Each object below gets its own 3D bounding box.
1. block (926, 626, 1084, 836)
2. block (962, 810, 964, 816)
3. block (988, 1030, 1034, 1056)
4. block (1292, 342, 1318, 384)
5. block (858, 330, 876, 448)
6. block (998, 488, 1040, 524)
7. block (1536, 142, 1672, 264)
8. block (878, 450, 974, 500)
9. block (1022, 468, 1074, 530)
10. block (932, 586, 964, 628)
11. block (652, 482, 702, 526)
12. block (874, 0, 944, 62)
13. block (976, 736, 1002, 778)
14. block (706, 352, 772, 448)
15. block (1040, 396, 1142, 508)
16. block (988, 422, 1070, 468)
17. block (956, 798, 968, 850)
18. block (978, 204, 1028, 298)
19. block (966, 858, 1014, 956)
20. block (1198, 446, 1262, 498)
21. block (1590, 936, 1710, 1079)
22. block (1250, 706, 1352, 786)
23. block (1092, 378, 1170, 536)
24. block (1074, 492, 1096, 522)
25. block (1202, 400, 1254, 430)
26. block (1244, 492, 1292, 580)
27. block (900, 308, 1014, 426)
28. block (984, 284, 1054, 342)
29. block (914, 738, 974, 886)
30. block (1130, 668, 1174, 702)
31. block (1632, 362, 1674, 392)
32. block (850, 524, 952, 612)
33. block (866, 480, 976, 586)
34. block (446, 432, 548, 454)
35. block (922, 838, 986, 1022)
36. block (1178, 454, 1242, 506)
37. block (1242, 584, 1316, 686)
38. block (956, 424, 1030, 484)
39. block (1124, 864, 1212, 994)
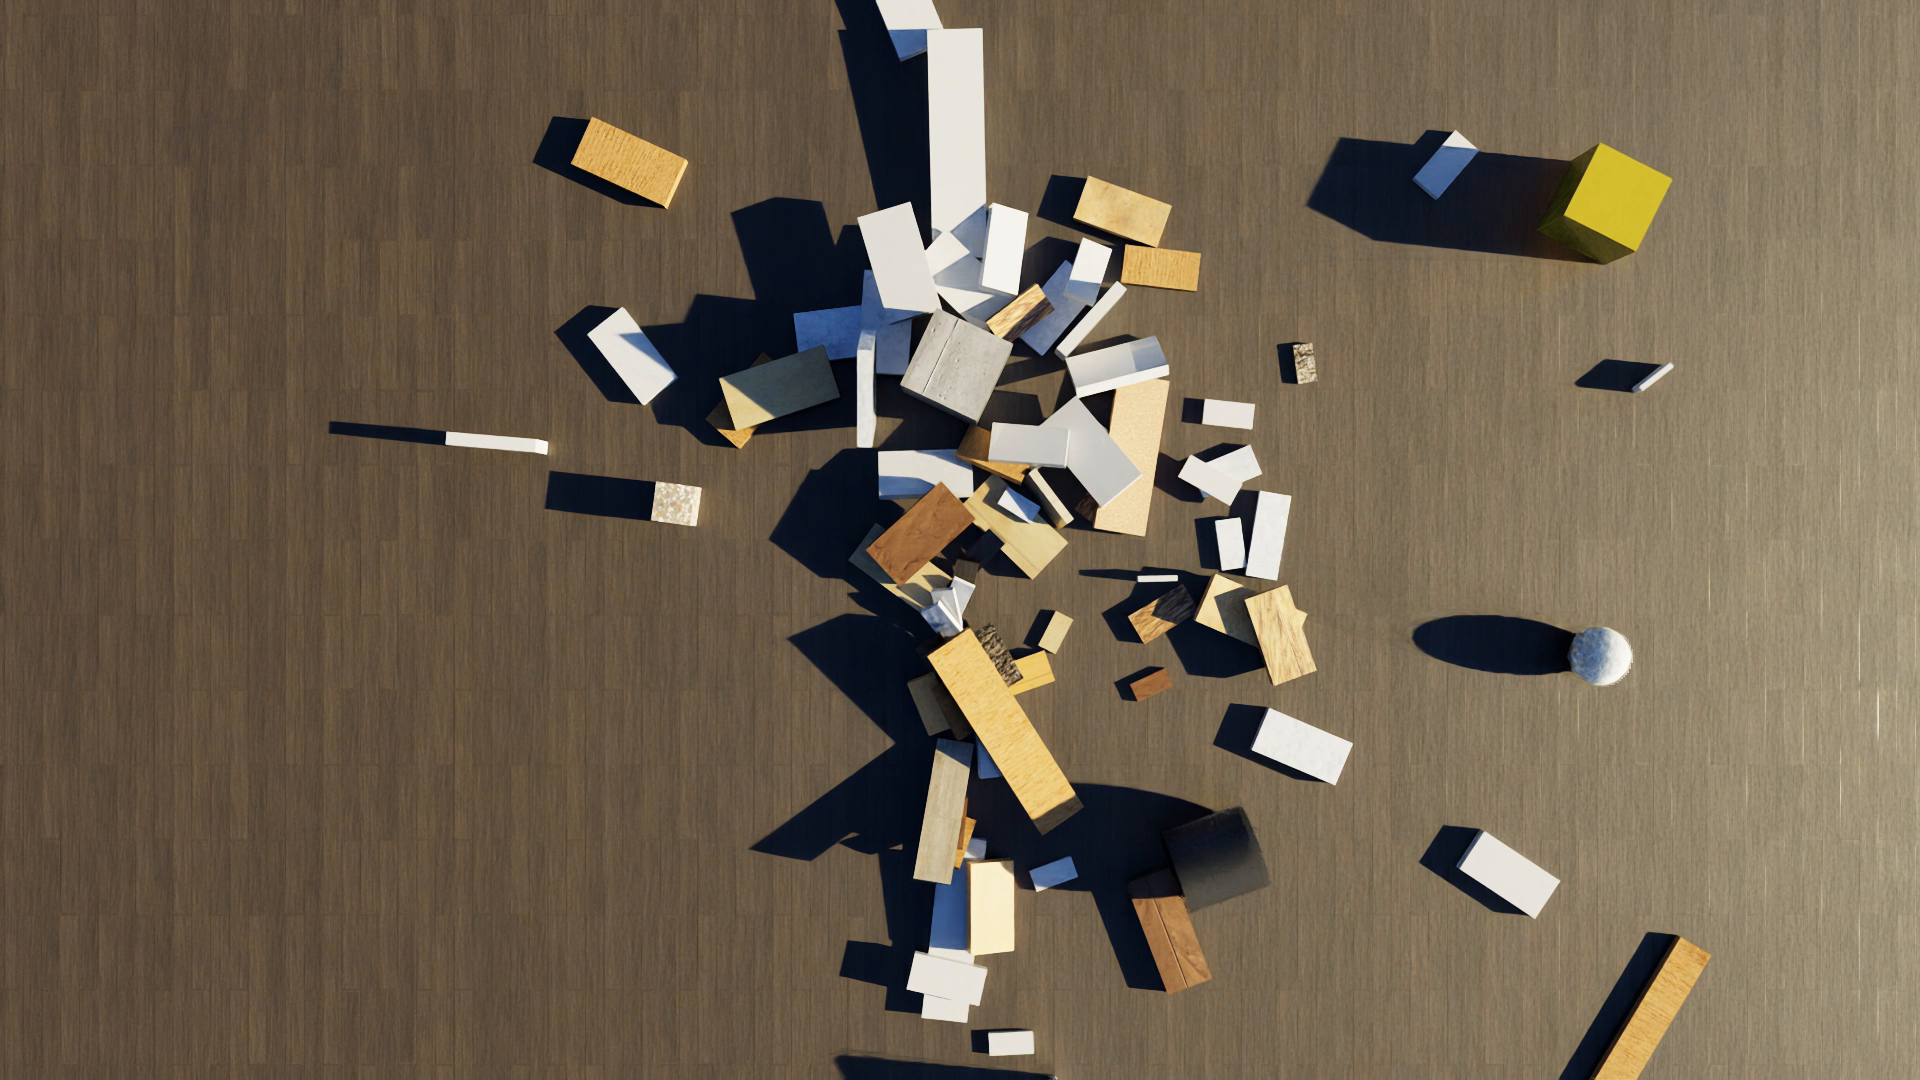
[{"bbox_3d":[0.148,0.629,5.421,0.168,0.048,0.713,-33,97,-7],"label":"block"},{"bbox_3d":[-0.027,0.826,5.459,0.087,0.025,0.174,5,71,0],"label":"block"},{"bbox_3d":[0.170,1.673,5.490,0.147,0.021,0.073,-3,90,0],"label":"block"},{"bbox_3d":[1.147,-0.587,5.491,0.064,0.018,0.129,-8,90,0],"label":"block"},{"bbox_3d":[-0.302,-0.490,5.342,0.048,0.170,0.339,2,120,1],"label":"block"},{"bbox_3d":[0.195,-0.115,5.443,0.129,0.018,0.064,32,90,0],"label":"block"},{"bbox_3d":[2.092,-1.090,5.371,0.258,0.258,0.258,27,90,0],"label":"block"},{"bbox_3d":[-0.113,-0.217,5.454,0.309,0.044,0.154,-2,70,0],"label":"block"},{"bbox_3d":[0.288,-0.136,5.446,0.030,0.104,0.209,-37,90,-14],"label":"block"},{"bbox_3d":[-0.042,0.228,5.447,0.076,0.022,0.152,-5,117,16],"label":"block"},{"bbox_3d":[-0.934,-0.119,5.436,0.128,0.128,0.128,8,90,0],"label":"block"},{"bbox_3d":[-0.186,-1.783,5.476,0.170,0.048,0.339,-22,90,0],"label":"block"},{"bbox_3d":[0.116,0.661,5.462,0.122,0.035,0.244,-5,93,-14],"label":"block"},{"bbox_3d":[-0.692,-0.463,5.479,0.147,0.042,0.293,41,90,0],"label":"block"},{"bbox_3d":[0.424,-0.288,5.413,0.169,0.048,0.338,-40,82,4],"label":"block"},{"bbox_3d":[0.226,-0.309,5.389,0.251,0.036,0.126,5,76,8],"label":"block"},{"bbox_3d":[-0.025,0.932,5.445,0.087,0.025,0.174,6,59,0],"label":"block"},{"bbox_3d":[0.142,-0.952,5.426,0.126,0.036,0.295,13,74,-19],"label":"block"},{"bbox_3d":[0.100,1.210,5.447,0.151,0.043,0.302,-1,93,-20],"label":"block"},{"bbox_3d":[0.885,-0.228,5.485,0.209,0.030,0.104,-23,90,0],"label":"block"},{"bbox_3d":[2.283,1.607,5.483,0.118,0.033,0.608,31,90,0],"label":"block"},{"bbox_3d":[1.133,0.684,5.479,0.300,0.042,0.150,23,90,0],"label":"block"},{"bbox_3d":[0.565,-0.281,5.459,0.169,0.048,0.520,9,87,-4],"label":"block"},{"bbox_3d":[0.463,-0.146,5.489,0.076,0.022,0.170,38,90,0],"label":"block"},{"bbox_3d":[0.892,-0.418,5.488,0.166,0.023,0.083,6,90,0],"label":"block"},{"bbox_3d":[1.023,-0.014,5.485,0.104,0.030,0.284,10,90,0],"label":"block"},{"bbox_3d":[-0.011,-0.558,5.365,0.270,0.270,0.270,25,90,0],"label":"block"},{"bbox_3d":[0.197,-0.740,5.428,0.209,0.030,0.104,-37,108,0],"label":"block"},{"bbox_3d":[-0.052,0.888,5.405,0.122,0.035,0.467,10,71,1],"label":"block"},{"bbox_3d":[0.637,0.482,5.491,0.130,0.018,0.065,-25,90,0],"label":"block"},{"bbox_3d":[2.295,-0.538,5.468,0.130,0.065,0.018,-38,90,0],"label":"block"},{"bbox_3d":[-0.197,0.097,5.478,0.314,0.044,0.154,36,90,0],"label":"block"},{"bbox_3d":[-0.128,-0.022,5.405,0.336,0.048,0.168,-42,97,6],"label":"block"},{"bbox_3d":[-1.522,-0.318,5.427,0.293,0.147,0.042,5,90,0],"label":"block"},{"bbox_3d":[-0.019,1.288,5.479,0.151,0.043,0.605,6,90,0],"label":"block"},{"bbox_3d":[0.827,-0.198,5.459,0.196,0.023,0.083,29,90,0],"label":"block"},{"bbox_3d":[1.049,0.311,5.425,0.150,0.042,0.300,-20,94,-4],"label":"block"},{"bbox_3d":[0.117,-0.282,5.437,0.236,0.033,0.118,24,71,6],"label":"block"},{"bbox_3d":[0.691,1.294,5.478,0.156,0.044,0.395,-21,90,0],"label":"block"}]
